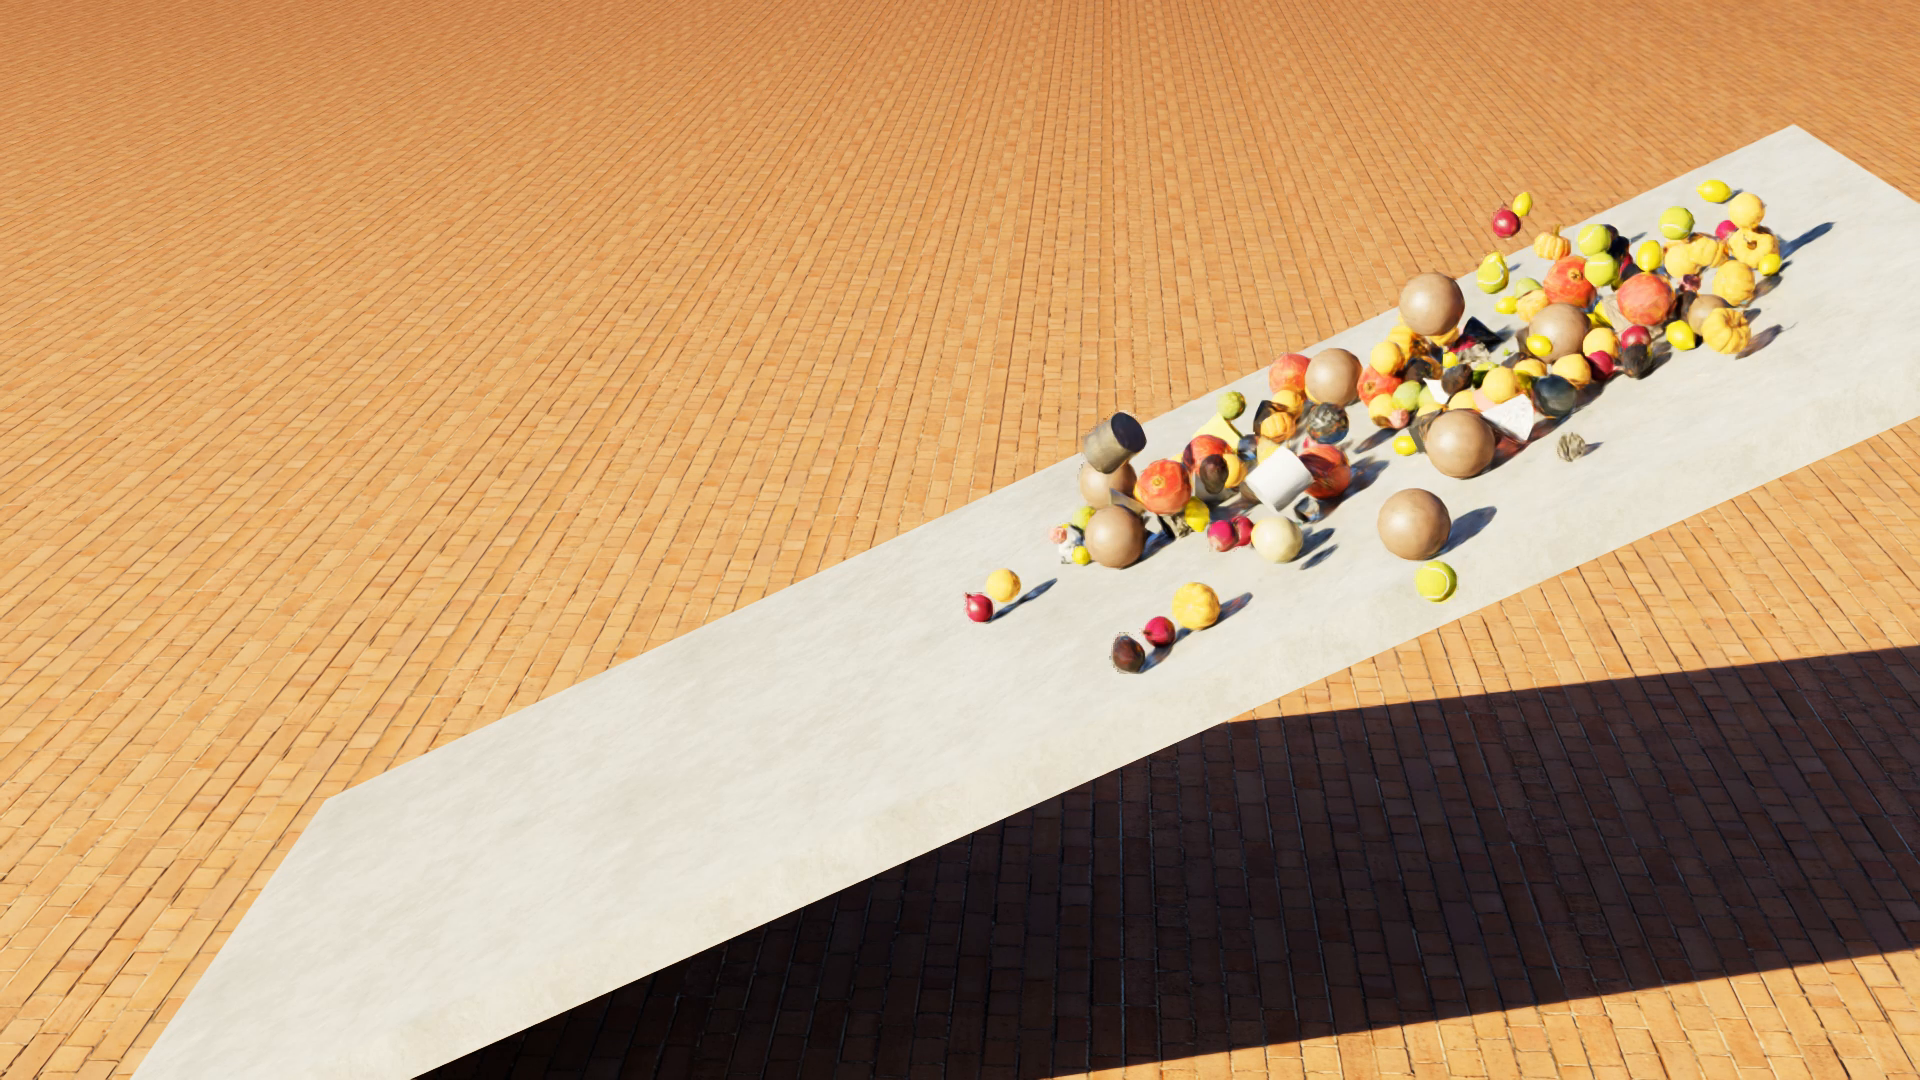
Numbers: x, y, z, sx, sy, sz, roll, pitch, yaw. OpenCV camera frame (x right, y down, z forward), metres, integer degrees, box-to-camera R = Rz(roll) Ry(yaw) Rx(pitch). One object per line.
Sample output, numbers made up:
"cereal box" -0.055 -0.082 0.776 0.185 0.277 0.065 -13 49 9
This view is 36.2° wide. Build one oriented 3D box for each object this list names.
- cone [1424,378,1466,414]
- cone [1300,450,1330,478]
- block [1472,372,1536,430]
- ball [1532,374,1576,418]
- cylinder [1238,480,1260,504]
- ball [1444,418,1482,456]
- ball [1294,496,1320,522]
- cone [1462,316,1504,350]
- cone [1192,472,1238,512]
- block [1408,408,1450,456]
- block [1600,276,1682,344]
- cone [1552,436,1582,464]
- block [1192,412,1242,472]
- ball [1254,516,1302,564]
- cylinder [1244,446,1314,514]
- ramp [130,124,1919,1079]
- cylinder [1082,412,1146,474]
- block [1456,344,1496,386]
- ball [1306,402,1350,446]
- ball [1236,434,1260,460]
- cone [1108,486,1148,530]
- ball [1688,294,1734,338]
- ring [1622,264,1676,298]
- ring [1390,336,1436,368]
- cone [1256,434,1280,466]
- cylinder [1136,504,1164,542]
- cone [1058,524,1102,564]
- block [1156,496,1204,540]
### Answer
"cone" 0.978 -0.309 6.004 0.078 0.078 0.078 36 32 23
"cone" 0.734 -0.168 6.057 0.062 0.062 0.062 4 22 14
"block" 1.072 -0.272 5.768 0.080 0.080 0.080 -33 15 -24
"ball" 1.139 -0.276 5.639 0.086 0.086 0.086 0 16 0
"cylinder" 0.613 -0.111 6.073 0.052 0.052 0.052 -40 36 -27
"ball" 0.974 -0.199 5.689 0.073 0.073 0.073 0 16 0
"ball" 0.678 -0.059 5.754 0.050 0.050 0.050 0 16 0
"cone" 1.138 -0.437 6.354 0.081 0.081 0.081 15 21 30
"cone" 0.539 -0.098 6.203 0.093 0.093 0.093 -1 16 -1
"block" 0.937 -0.215 5.846 0.060 0.060 0.060 -19 17 34
"block" 1.357 -0.458 5.856 0.099 0.099 0.099 -32 10 -8
"cone" 1.114 -0.176 5.379 0.053 0.053 0.053 6 43 19
"block" 0.571 -0.218 6.466 0.083 0.083 0.083 -41 11 12
"ball" 0.607 -0.001 5.604 0.092 0.092 0.092 0 16 0
"cylinder" 0.626 -0.117 5.761 0.097 0.097 0.097 -42 23 -3
"ramp" 0.137 0.168 6.281 4.000 0.100 2.000 -25 14 9
"cylinder" 0.326 -0.205 6.225 0.096 0.096 0.096 -18 -15 -47
"block" 1.068 -0.363 6.092 0.060 0.060 0.060 -20 19 6
"ball" 0.753 -0.237 6.016 0.090 0.090 0.090 0 16 0
"ball" 0.629 -0.201 6.390 0.058 0.058 0.058 0 16 0
"cone" 0.372 -0.067 6.409 0.097 0.097 0.097 1 16 2
"ball" 1.437 -0.429 5.632 0.086 0.086 0.086 0 16 0
"ring" 1.397 -0.515 5.966 0.121 0.040 0.121 25 29 -15
"ring" 1.008 -0.419 6.537 0.111 0.037 0.111 -26 12 6
"cone" 0.681 -0.186 6.286 0.075 0.075 0.075 7 18 19
"cylinder" 0.410 -0.038 6.188 0.060 0.060 0.060 8 31 27
"cone" 0.269 0.017 6.299 0.086 0.086 0.086 13 20 27
"block" 0.459 -0.046 6.120 0.063 0.063 0.063 -31 14 -17
